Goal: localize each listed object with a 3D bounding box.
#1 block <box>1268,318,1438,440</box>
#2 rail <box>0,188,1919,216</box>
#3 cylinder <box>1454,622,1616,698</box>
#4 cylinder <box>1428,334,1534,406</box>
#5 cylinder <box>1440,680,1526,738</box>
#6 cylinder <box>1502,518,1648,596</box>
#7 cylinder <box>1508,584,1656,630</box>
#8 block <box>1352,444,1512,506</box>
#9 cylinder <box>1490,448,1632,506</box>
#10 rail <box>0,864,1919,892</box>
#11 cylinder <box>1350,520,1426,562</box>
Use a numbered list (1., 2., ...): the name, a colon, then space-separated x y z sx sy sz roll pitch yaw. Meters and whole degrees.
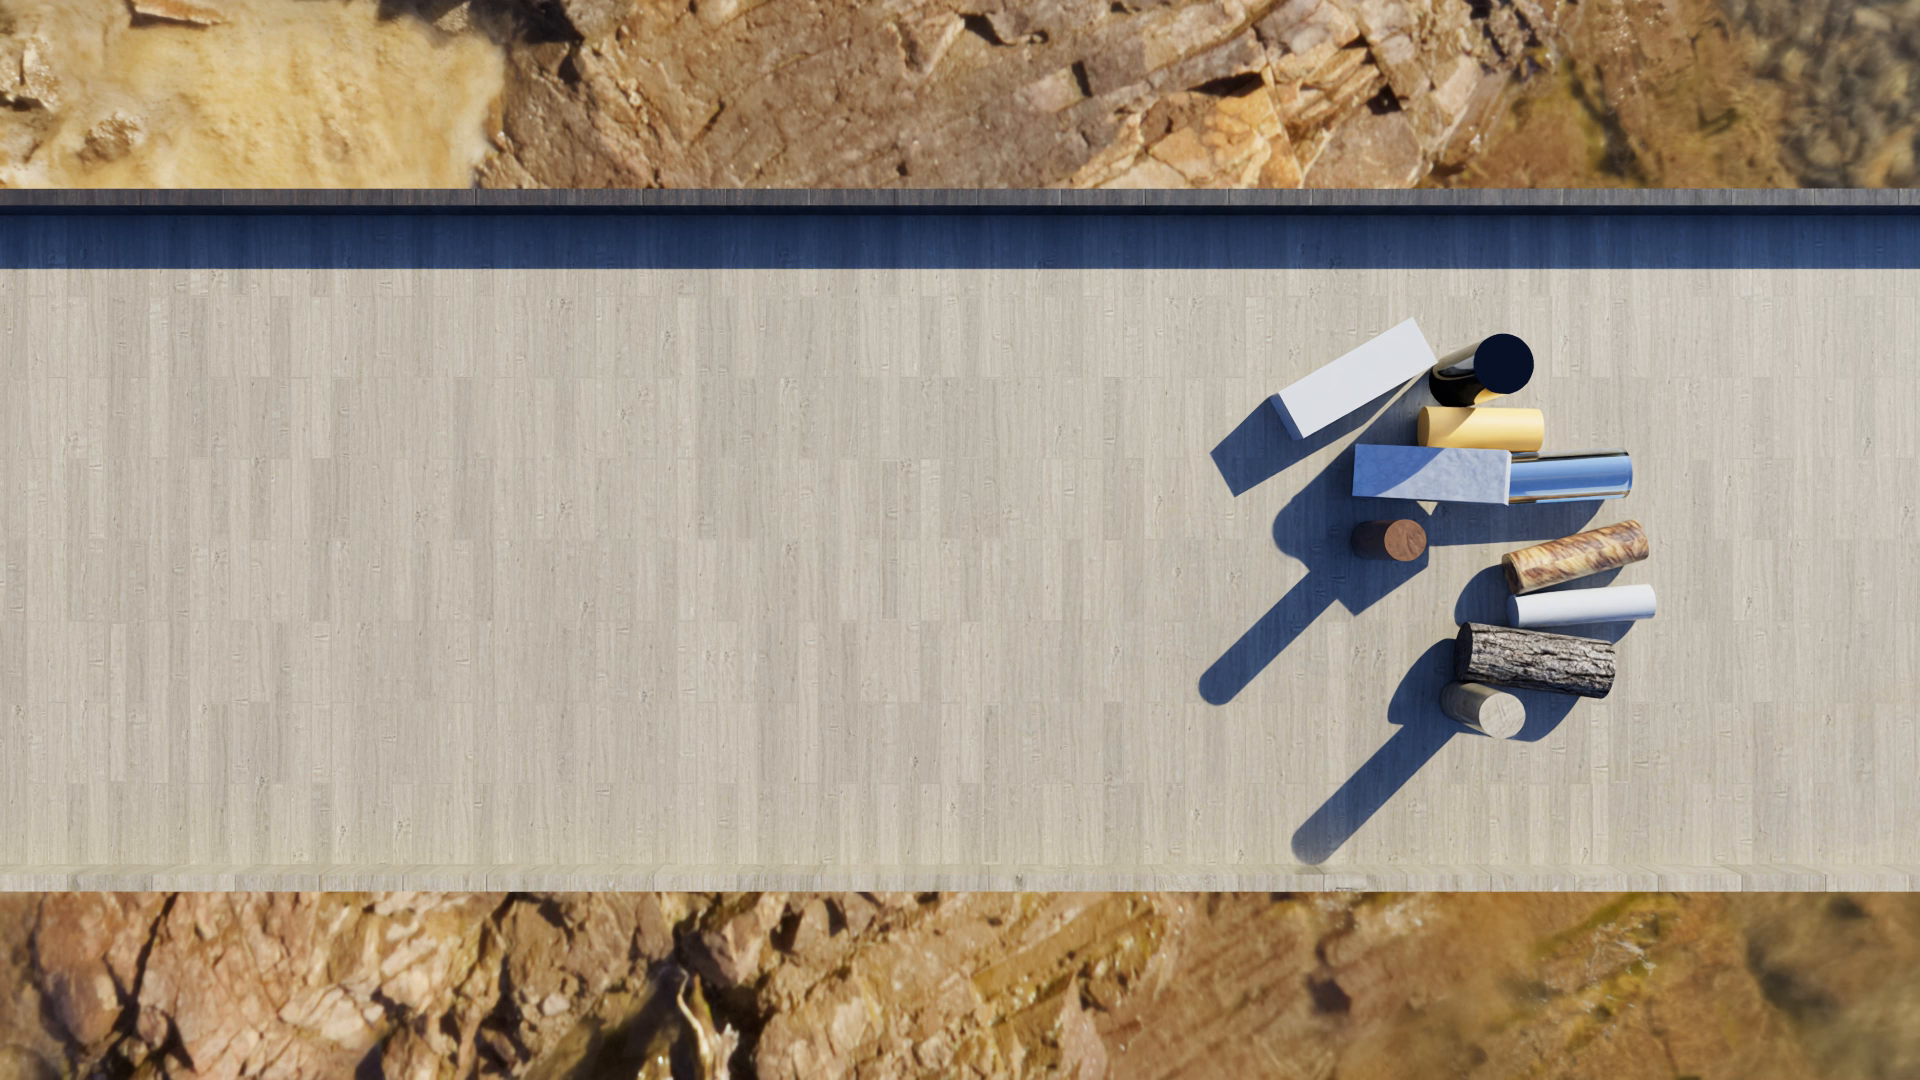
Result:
1. block: 1.188 -0.485 4.998 0.459 0.157 0.157 -29 90 0
2. rail: -2.247 -1.025 5.002 12.000 0.150 0.050 0 90 0
3. cylinder: 1.734 0.364 4.987 0.430 0.177 0.177 8 90 0
4. cylinder: 1.532 -0.493 4.866 0.173 0.417 0.173 0 89 -1
5. cylinder: 1.540 0.496 4.880 0.131 0.391 0.131 0 91 0
6. cylinder: 1.867 0.051 5.012 0.404 0.130 0.130 -15 90 0
7. cylinder: 1.891 0.204 5.023 0.415 0.107 0.107 -5 90 0
8. block: 1.408 -0.195 4.922 0.434 0.155 0.155 4 90 22
9. cylinder: 1.809 -0.192 4.999 0.398 0.154 0.154 -3 90 0
10. rail: -2.247 1.025 5.001 12.000 0.150 0.050 0 90 0
11. cylinder: 1.262 0.001 4.874 0.119 0.404 0.119 0 90 0
